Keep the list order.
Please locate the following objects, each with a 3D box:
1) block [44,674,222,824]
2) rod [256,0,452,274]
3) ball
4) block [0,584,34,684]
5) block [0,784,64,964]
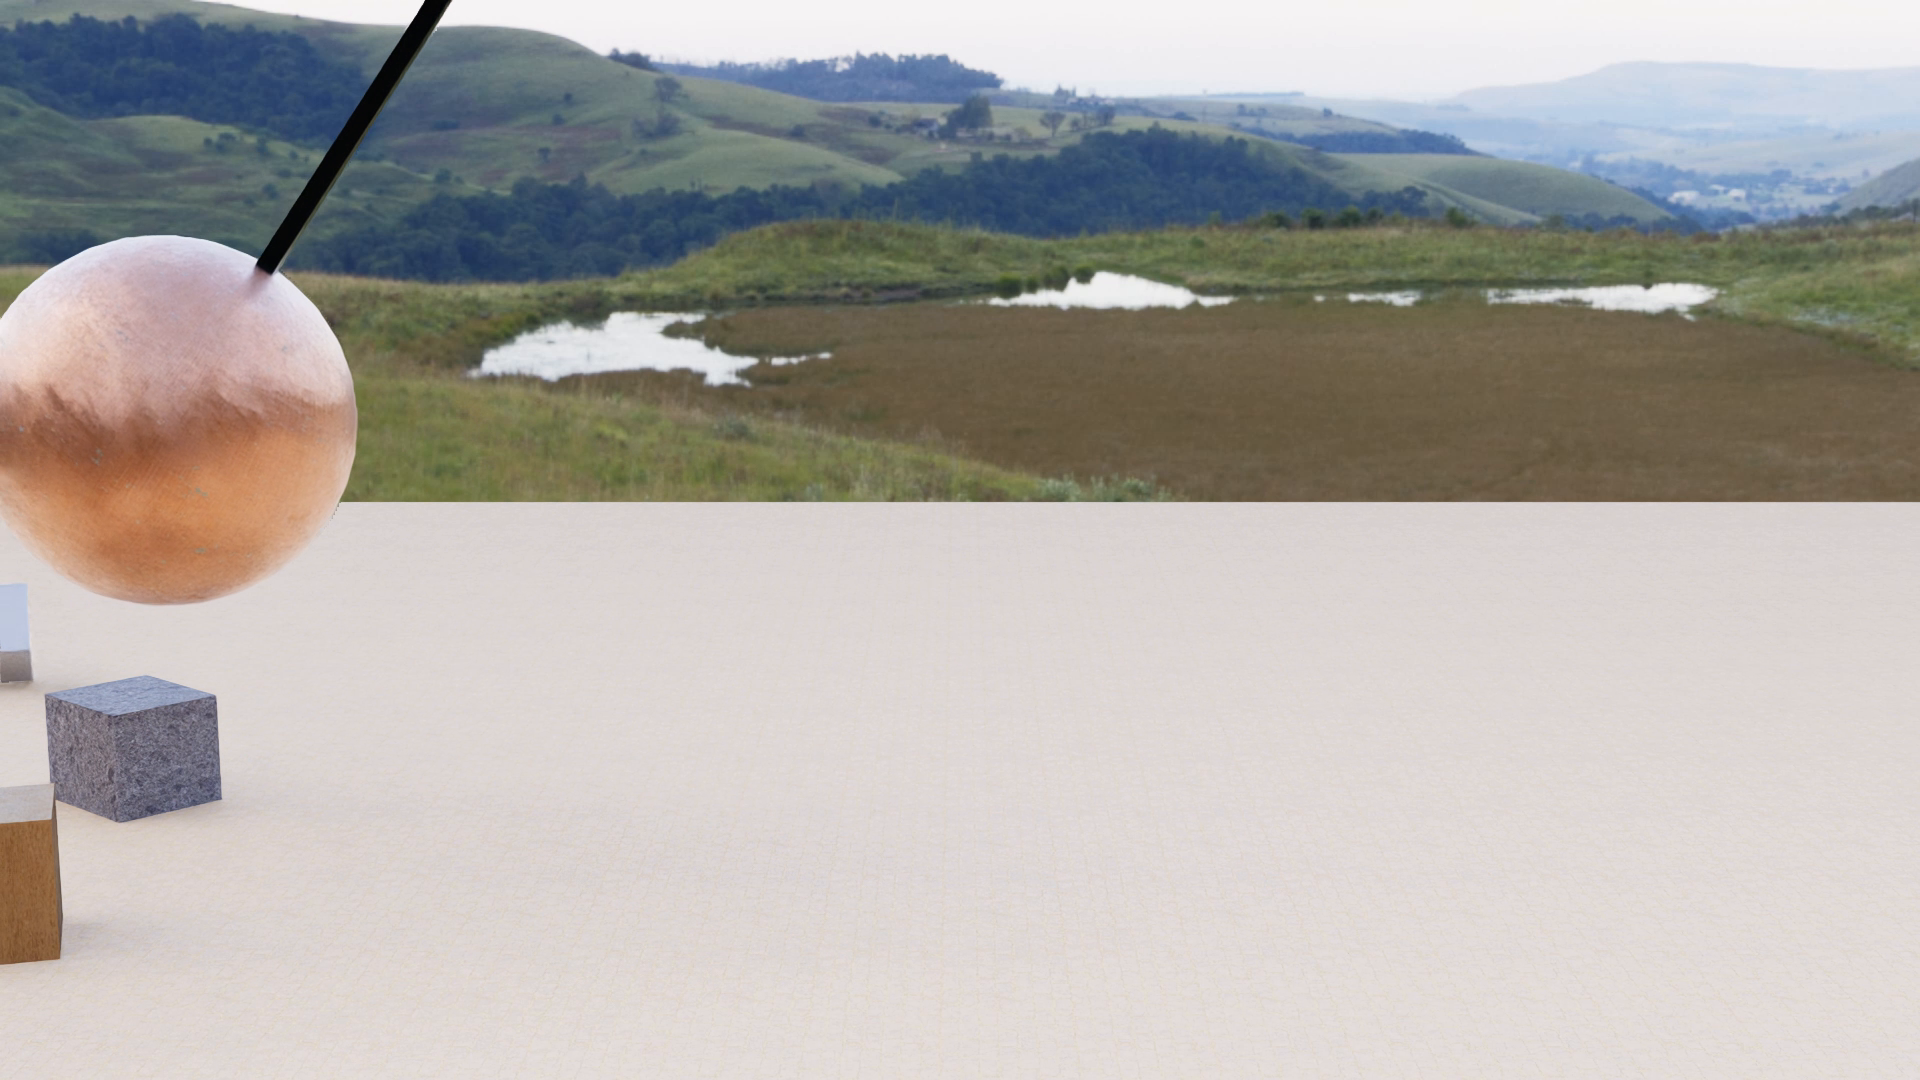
[{"bbox_3d":[-4.039,1.011,12.538,0.642,0.524,0.551,9,14,41],"label":"block"},{"bbox_3d":[-1.483,-3.261,10.587,0.080,5.200,0.080,34,8,-6],"label":"rod"},{"bbox_3d":[-3.423,-0.513,11.087,1.600,1.600,1.600,0,10,0],"label":"ball"},{"bbox_3d":[-5.620,0.551,14.869,0.435,0.430,0.415,-4,-27,-19],"label":"block"},{"bbox_3d":[-3.967,1.365,10.429,0.563,0.583,0.555,-3,11,-18],"label":"block"}]
